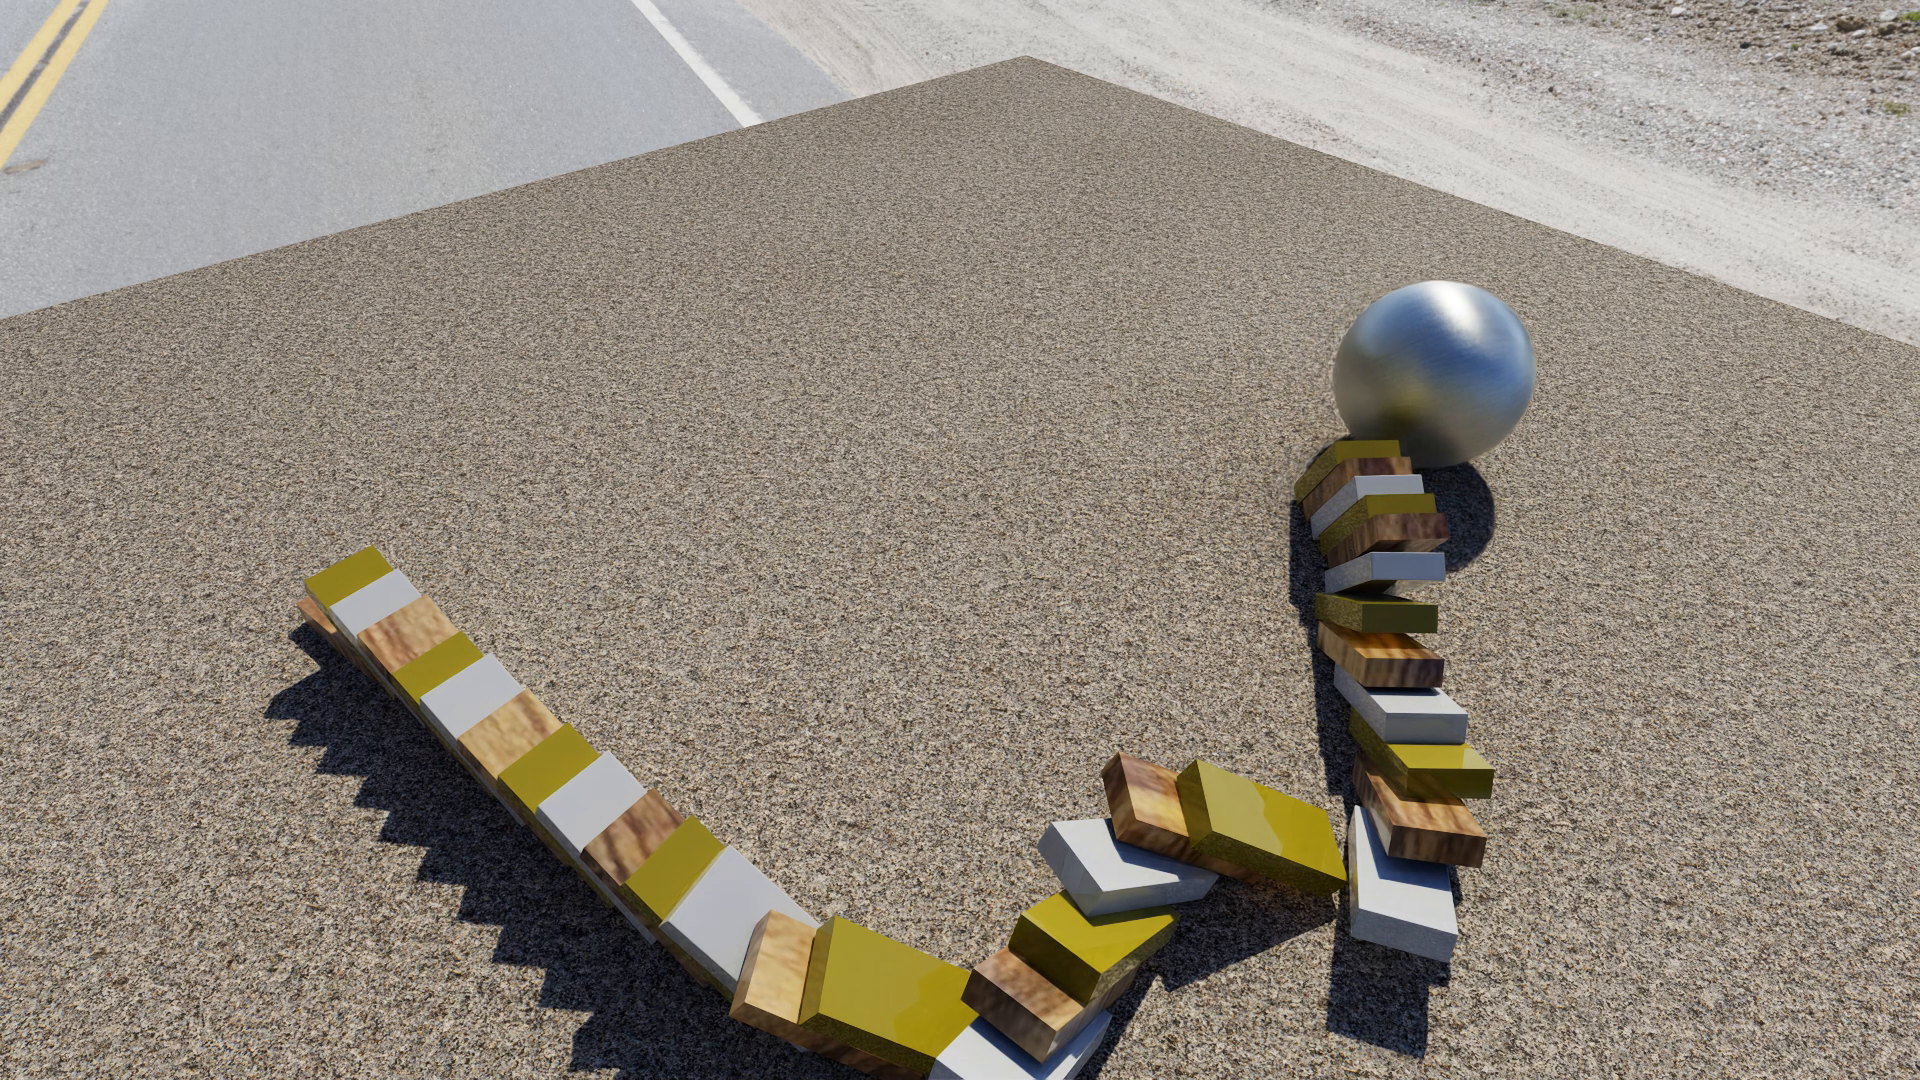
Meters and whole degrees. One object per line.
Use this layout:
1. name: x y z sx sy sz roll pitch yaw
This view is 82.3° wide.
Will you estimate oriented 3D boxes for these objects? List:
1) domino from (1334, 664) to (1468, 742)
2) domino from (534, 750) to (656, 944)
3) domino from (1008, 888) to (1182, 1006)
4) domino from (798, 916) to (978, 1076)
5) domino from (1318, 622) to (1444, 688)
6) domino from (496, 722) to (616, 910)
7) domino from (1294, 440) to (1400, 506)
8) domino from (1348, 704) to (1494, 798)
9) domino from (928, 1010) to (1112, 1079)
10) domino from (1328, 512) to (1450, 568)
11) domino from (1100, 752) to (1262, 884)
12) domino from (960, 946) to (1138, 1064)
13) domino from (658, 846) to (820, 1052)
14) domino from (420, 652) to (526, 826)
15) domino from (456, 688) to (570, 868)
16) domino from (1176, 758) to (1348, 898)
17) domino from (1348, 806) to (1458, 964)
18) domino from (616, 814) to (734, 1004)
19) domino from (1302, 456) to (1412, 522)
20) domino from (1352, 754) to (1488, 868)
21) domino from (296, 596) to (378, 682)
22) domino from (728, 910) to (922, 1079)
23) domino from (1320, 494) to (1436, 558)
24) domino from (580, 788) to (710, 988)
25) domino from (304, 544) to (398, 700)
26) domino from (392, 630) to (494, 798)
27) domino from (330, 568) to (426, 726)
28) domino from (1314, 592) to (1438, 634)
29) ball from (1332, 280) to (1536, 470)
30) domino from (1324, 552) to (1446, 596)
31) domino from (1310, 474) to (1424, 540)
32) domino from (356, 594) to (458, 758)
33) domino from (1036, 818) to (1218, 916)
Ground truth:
1. domino: 0.144 0.052 0.363 0.025 0.010 0.050 1 13 1
2. domino: -0.095 0.088 0.317 0.050 0.010 0.025 45 51 6
3. domino: 0.037 0.105 0.296 0.025 0.010 0.050 29 16 30
4. domino: -0.015 0.117 0.278 0.050 0.010 0.025 30 37 -20
5. domino: 0.143 0.039 0.378 0.025 0.010 0.050 1 9 1
6. domino: -0.110 0.081 0.327 0.050 0.009 0.025 44 51 6
7. domino: 0.156 -0.027 0.447 0.025 0.050 0.009 -1 73 -2
8. domino: 0.144 0.066 0.346 0.025 0.010 0.050 1 13 0
9. domino: 0.016 0.126 0.272 0.025 0.009 0.050 26 19 25
10. domino: 0.159 0.002 0.411 0.025 0.050 0.009 -1 73 -2
11. domino: 0.067 0.082 0.324 0.050 0.010 0.025 23 31 -21
12. domino: 0.025 0.114 0.285 0.025 0.010 0.050 27 15 29
13. domino: -0.051 0.107 0.290 0.050 0.010 0.025 43 50 -4
14. domino: -0.143 0.063 0.347 0.050 0.009 0.025 46 52 7
15. domino: -0.127 0.072 0.337 0.050 0.010 0.025 45 52 6
16. domino: 0.088 0.084 0.321 0.050 0.010 0.025 24 35 -19
17. domino: 0.125 0.097 0.314 0.025 0.010 0.050 12 23 14
18. domino: -0.065 0.102 0.297 0.050 0.009 0.025 46 51 -2
19. domino: 0.157 -0.019 0.438 0.025 0.050 0.009 -1 73 -2
20. domino: 0.136 0.080 0.329 0.025 0.010 0.050 6 13 7
21. domino: -0.219 0.031 0.406 0.050 0.010 0.025 27 46 29
22. domino: -0.031 0.117 0.281 0.050 0.009 0.025 30 37 -15
23. domino: 0.159 -0.005 0.420 0.025 0.050 0.010 -1 73 -2
24. domino: -0.079 0.097 0.307 0.050 0.009 0.025 44 51 5
25. domino: -0.203 0.029 0.387 0.050 0.009 0.025 49 53 4
26. domino: -0.157 0.056 0.357 0.050 0.010 0.025 45 52 7
27. domino: -0.189 0.037 0.378 0.050 0.010 0.025 48 53 3
28. domino: 0.146 0.025 0.390 0.025 0.010 0.050 1 2 1
29. ball: 0.203 -0.071 0.474 0.080 0.080 0.080 0 39 0
30. domino: 0.154 0.013 0.401 0.025 0.050 0.009 1 81 1
31. domino: 0.158 -0.012 0.429 0.025 0.050 0.010 -1 73 -2
32. domino: -0.175 0.045 0.369 0.050 0.010 0.025 48 52 4
33. domino: 0.048 0.092 0.313 0.050 0.010 0.025 9 28 -40
